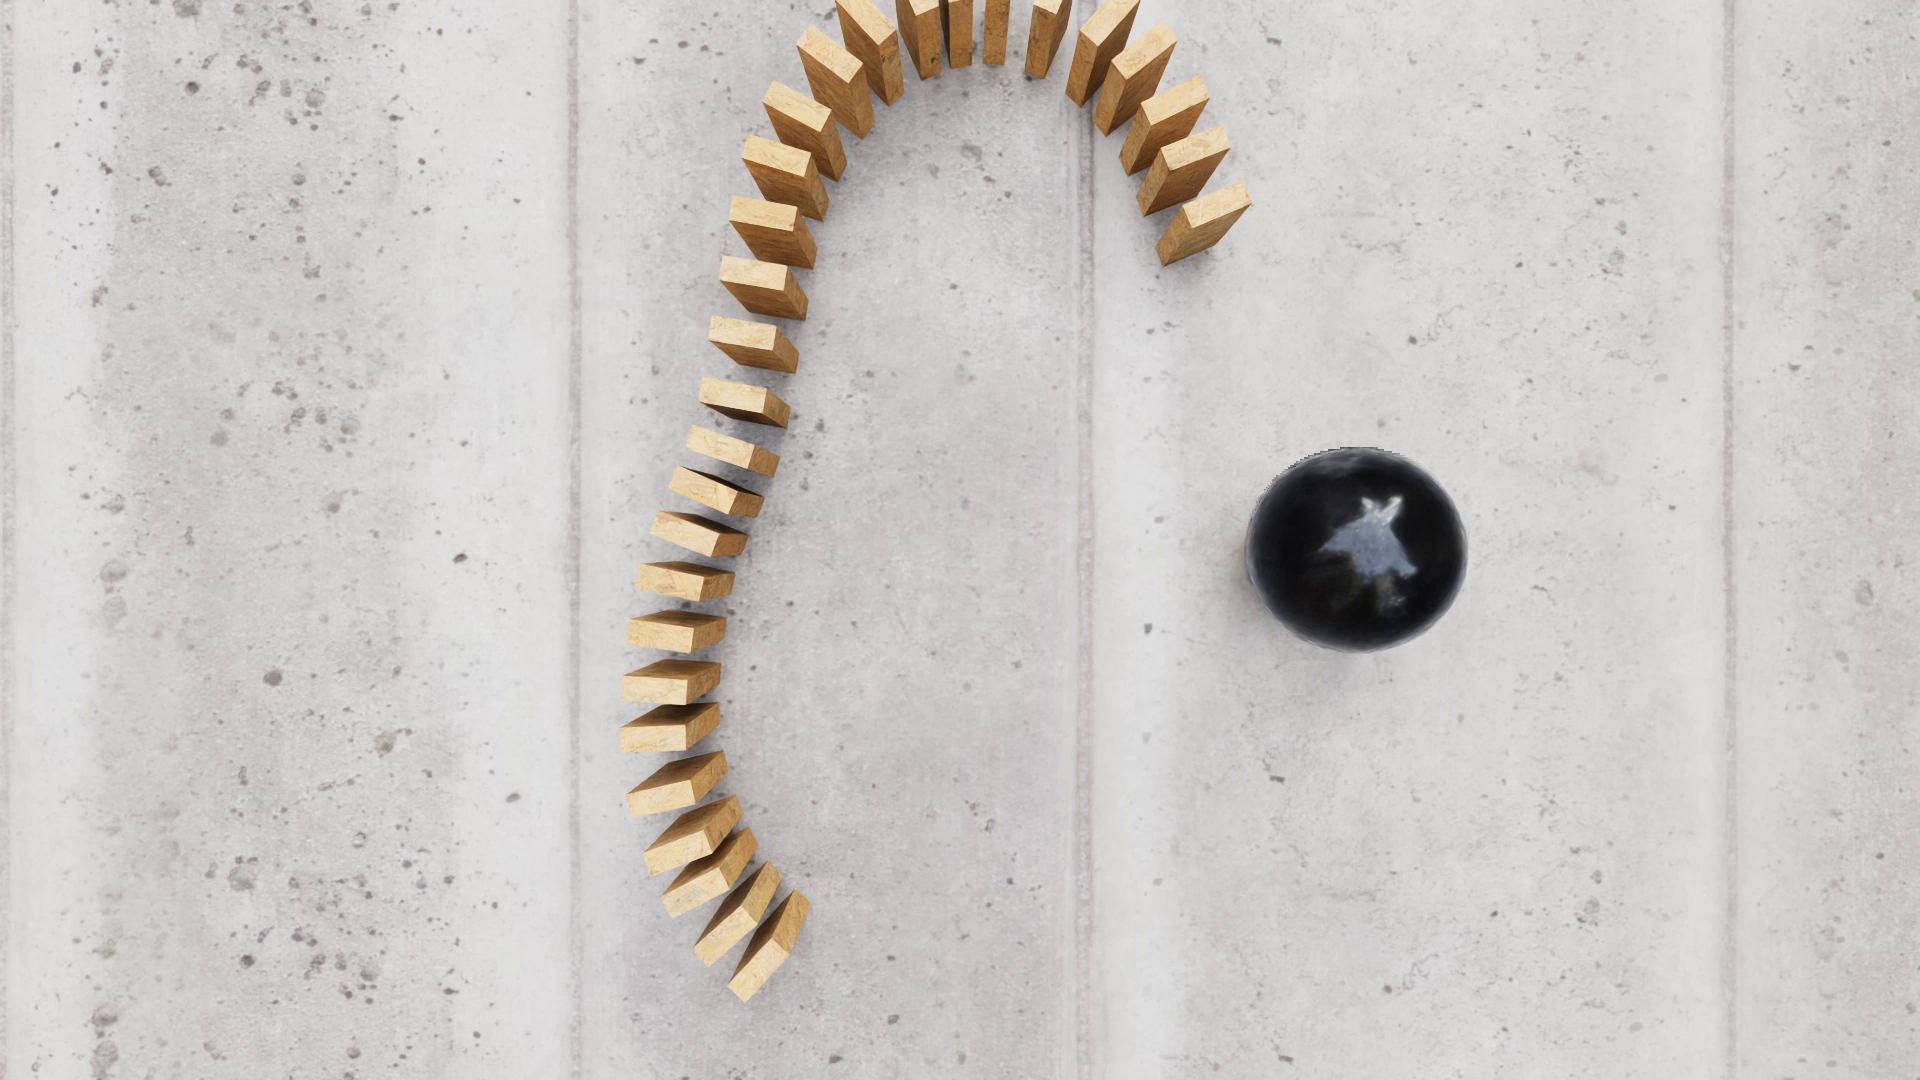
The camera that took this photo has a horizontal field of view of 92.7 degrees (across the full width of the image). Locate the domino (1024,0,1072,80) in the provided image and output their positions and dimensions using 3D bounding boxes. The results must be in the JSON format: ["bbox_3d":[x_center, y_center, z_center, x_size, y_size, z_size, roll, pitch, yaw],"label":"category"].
[{"bbox_3d":[0.037,-0.214,0.375,0.010,0.050,0.025,24,90,0],"label":"domino"}]

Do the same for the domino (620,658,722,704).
[{"bbox_3d":[-0.117,0.057,0.375,0.025,0.050,0.009,4,90,0],"label":"domino"}]

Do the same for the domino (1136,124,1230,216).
[{"bbox_3d":[0.090,-0.150,0.375,0.025,0.050,0.009,-21,90,0],"label":"domino"}]

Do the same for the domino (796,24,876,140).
[{"bbox_3d":[-0.050,-0.186,0.375,0.025,0.050,0.009,37,90,0],"label":"domino"}]

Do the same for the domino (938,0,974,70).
[{"bbox_3d":[-0.002,-0.219,0.375,0.010,0.050,0.025,-12,90,0],"label":"domino"}]

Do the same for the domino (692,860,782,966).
[{"bbox_3d":[-0.090,0.152,0.375,0.025,0.050,0.009,-41,90,0],"label":"domino"}]

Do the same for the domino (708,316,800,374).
[{"bbox_3d":[-0.083,-0.079,0.375,0.025,0.050,0.009,9,90,0],"label":"domino"}]

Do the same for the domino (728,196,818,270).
[{"bbox_3d":[-0.075,-0.125,0.375,0.025,0.050,0.009,10,90,0],"label":"domino"}]

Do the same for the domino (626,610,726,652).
[{"bbox_3d":[-0.115,0.037,0.375,0.025,0.050,0.009,8,90,0],"label":"domino"}]

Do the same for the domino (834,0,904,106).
[{"bbox_3d":[-0.036,-0.201,0.375,0.010,0.050,0.025,-43,90,0],"label":"domino"}]

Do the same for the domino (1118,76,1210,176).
[{"bbox_3d":[0.082,-0.168,0.375,0.025,0.050,0.009,-25,90,0],"label":"domino"}]

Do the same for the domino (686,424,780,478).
[{"bbox_3d":[-0.092,-0.036,0.375,0.025,0.050,0.010,18,90,0],"label":"domino"}]

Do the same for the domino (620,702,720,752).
[{"bbox_3d":[-0.117,0.076,0.375,0.025,0.050,0.010,-2,90,0],"label":"domino"}]

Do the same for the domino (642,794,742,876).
[{"bbox_3d":[-0.108,0.120,0.375,0.025,0.050,0.010,-21,90,0],"label":"domino"}]

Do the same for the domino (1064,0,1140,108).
[{"bbox_3d":[0.058,-0.201,0.375,0.010,0.050,0.025,42,90,0],"label":"domino"}]

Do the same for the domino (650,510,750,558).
[{"bbox_3d":[-0.105,-0.002,0.375,0.025,0.050,0.009,21,90,0],"label":"domino"}]

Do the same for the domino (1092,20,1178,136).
[{"bbox_3d":[0.071,-0.187,0.375,0.025,0.050,0.009,-38,90,0],"label":"domino"}]

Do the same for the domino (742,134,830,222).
[{"bbox_3d":[-0.070,-0.147,0.375,0.025,0.050,0.009,17,90,0],"label":"domino"}]

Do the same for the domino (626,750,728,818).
[{"bbox_3d":[-0.114,0.099,0.375,0.025,0.050,0.010,-13,90,0],"label":"domino"}]

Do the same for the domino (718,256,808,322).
[{"bbox_3d":[-0.079,-0.102,0.375,0.025,0.050,0.009,9,90,0],"label":"domino"}]

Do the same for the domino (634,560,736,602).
[{"bbox_3d":[-0.111,0.016,0.375,0.025,0.050,0.009,12,90,0],"label":"domino"}]

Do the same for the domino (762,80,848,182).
[{"bbox_3d":[-0.062,-0.166,0.375,0.025,0.050,0.009,28,90,0],"label":"domino"}]

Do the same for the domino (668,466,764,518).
[{"bbox_3d":[-0.098,-0.019,0.375,0.025,0.050,0.010,24,90,0],"label":"domino"}]

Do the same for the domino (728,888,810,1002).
[{"bbox_3d":[-0.077,0.164,0.375,0.009,0.050,0.025,43,90,0],"label":"domino"}]

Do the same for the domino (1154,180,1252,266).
[{"bbox_3d":[0.098,-0.128,0.375,0.025,0.050,0.010,-23,90,0],"label":"domino"}]

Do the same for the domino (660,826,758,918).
[{"bbox_3d":[-0.101,0.135,0.375,0.025,0.050,0.010,-27,90,0],"label":"domino"}]

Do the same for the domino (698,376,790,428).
[{"bbox_3d":[-0.087,-0.055,0.375,0.025,0.050,0.009,10,90,0],"label":"domino"}]

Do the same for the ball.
[{"bbox_3d":[0.154,0.004,0.360,0.080,0.080,0.080,0,90,0],"label":"ball"}]

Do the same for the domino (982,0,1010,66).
[{"bbox_3d":[0.016,-0.220,0.375,0.009,0.050,0.025,4,90,0],"label":"domino"}]

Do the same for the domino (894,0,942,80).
[{"bbox_3d":[-0.018,-0.214,0.375,0.009,0.050,0.025,-24,90,0],"label":"domino"}]
